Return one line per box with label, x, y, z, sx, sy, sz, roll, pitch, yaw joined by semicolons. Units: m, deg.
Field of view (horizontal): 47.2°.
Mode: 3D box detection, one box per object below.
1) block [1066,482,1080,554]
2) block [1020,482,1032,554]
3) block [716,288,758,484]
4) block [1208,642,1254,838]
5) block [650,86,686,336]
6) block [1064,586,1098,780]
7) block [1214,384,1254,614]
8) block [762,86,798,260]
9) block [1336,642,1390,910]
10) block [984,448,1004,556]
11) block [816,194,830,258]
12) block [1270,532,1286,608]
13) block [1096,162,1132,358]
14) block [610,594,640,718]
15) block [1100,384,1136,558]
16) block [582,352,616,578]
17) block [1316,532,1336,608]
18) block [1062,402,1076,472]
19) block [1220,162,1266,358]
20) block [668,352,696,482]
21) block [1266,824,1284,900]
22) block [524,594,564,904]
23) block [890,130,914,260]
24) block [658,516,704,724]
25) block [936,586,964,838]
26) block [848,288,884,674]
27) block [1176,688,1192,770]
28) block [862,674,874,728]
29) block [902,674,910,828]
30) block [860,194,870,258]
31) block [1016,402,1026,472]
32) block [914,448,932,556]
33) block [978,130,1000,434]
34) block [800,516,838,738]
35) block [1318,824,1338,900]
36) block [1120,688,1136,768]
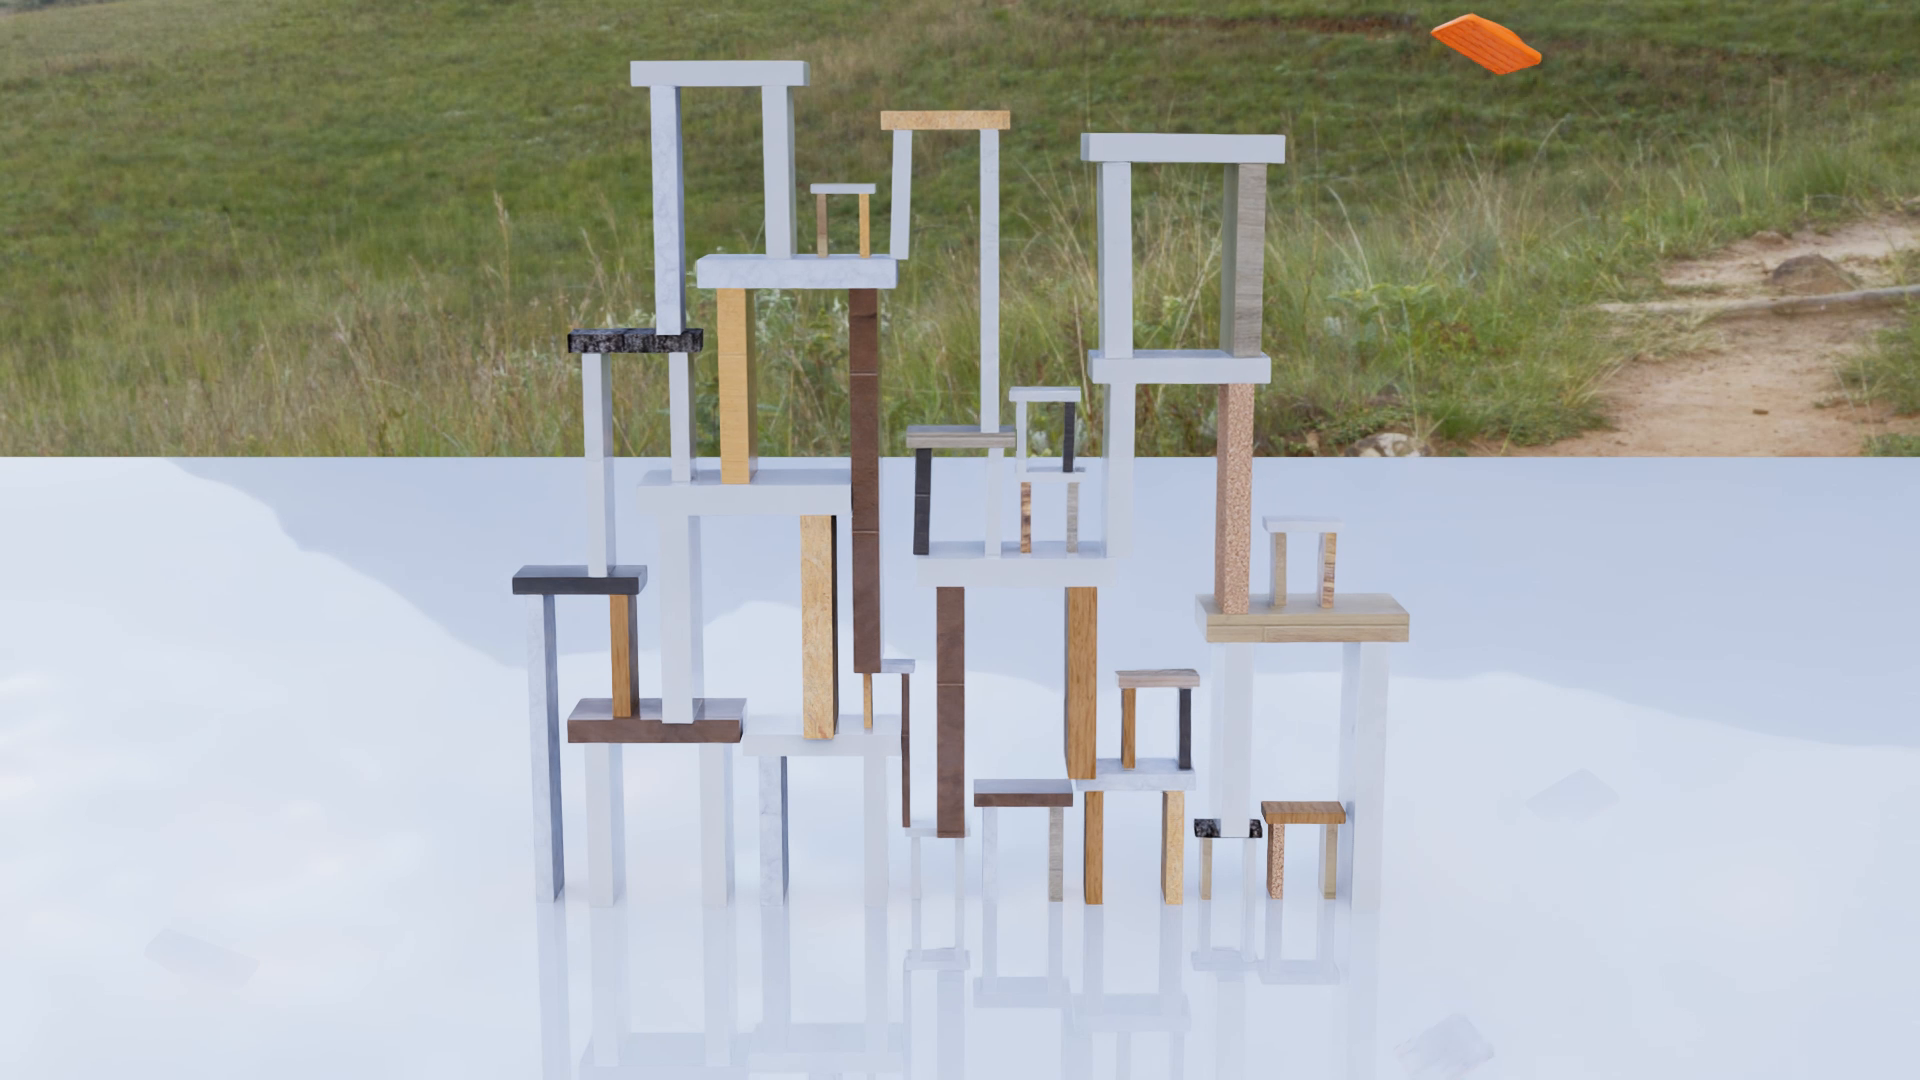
block;0.183;-0.040;3.544;0.016;0.115;0.058;1;11;6
block;0.107;-0.041;3.549;0.016;0.115;0.058;0;11;2
block;-0.354;-0.253;3.512;0.044;0.308;0.154;0;11;0
block;0.445;0.308;3.617;0.046;0.324;0.162;0;10;-1
block;-0.459;-0.519;3.463;0.037;0.381;0.132;-1;11;-3
block;0.196;0.216;3.598;0.045;0.318;0.159;0;11;0
block;0.440;-0.076;3.538;0.039;0.369;0.139;0;10;0
block;-0.282;-0.577;3.451;0.037;0.264;0.132;0;11;1
block;0.663;0.369;3.632;0.046;0.448;0.162;0;11;0
block;0.055;-0.069;3.541;0.024;0.173;0.086;2;11;0
block;-0.216;-0.496;3.464;0.014;0.100;0.050;0;11;1
block;0.516;0.043;3.567;0.017;0.123;0.062;-1;11;0
block;0.244;-0.445;3.473;0.043;0.301;0.150;-1;11;0
block;-0.548;0.178;3.594;0.029;0.203;0.101;0;11;0
block;0.253;-0.120;3.530;0.039;0.278;0.139;0;11;-1
block;-0.580;-0.127;3.536;0.029;0.360;0.103;0;11;0
block;0.594;0.044;3.564;0.017;0.123;0.062;1;10;-1
block;0.175;-0.169;3.517;0.016;0.113;0.057;2;12;4
block;0.447;-0.446;3.481;0.043;0.301;0.150;0;11;-2
block;-0.444;-0.203;3.522;0.029;0.205;0.103;0;11;-1
block;0.525;0.525;3.662;0.018;0.131;0.065;0;11;0
block;-0.683;0.334;3.622;0.029;0.520;0.101;0;11;0
block;-0.091;-0.543;3.448;0.028;0.198;0.099;2;11;0
block;-0.453;0.112;3.577;0.048;0.338;0.169;0;11;0
block;-0.016;0.264;3.606;0.045;0.416;0.159;0;11;0
block;-0.149;-0.103;3.540;0.044;0.614;0.154;0;11;0
block;0.367;0.304;3.607;0.019;0.133;0.067;0;6;2
block;-0.151;0.258;3.605;0.013;0.093;0.046;-1;11;0
block;-0.089;0.341;3.620;0.013;0.261;0.046;0;11;0
block;-0.149;-0.496;3.463;0.014;0.100;0.050;0;11;1
block;0.098;-0.170;3.522;0.016;0.113;0.057;0;12;2
block;-0.060;-0.069;3.540;0.024;0.173;0.086;2;11;0
block;0.045;-0.410;3.474;0.028;0.471;0.099;-1;11;-2
block;-0.228;0.125;3.579;0.048;0.364;0.169;0;11;0
block;0.612;0.525;3.662;0.018;0.131;0.065;0;11;0
block;0.277;0.303;3.617;0.019;0.133;0.067;0;6;0
